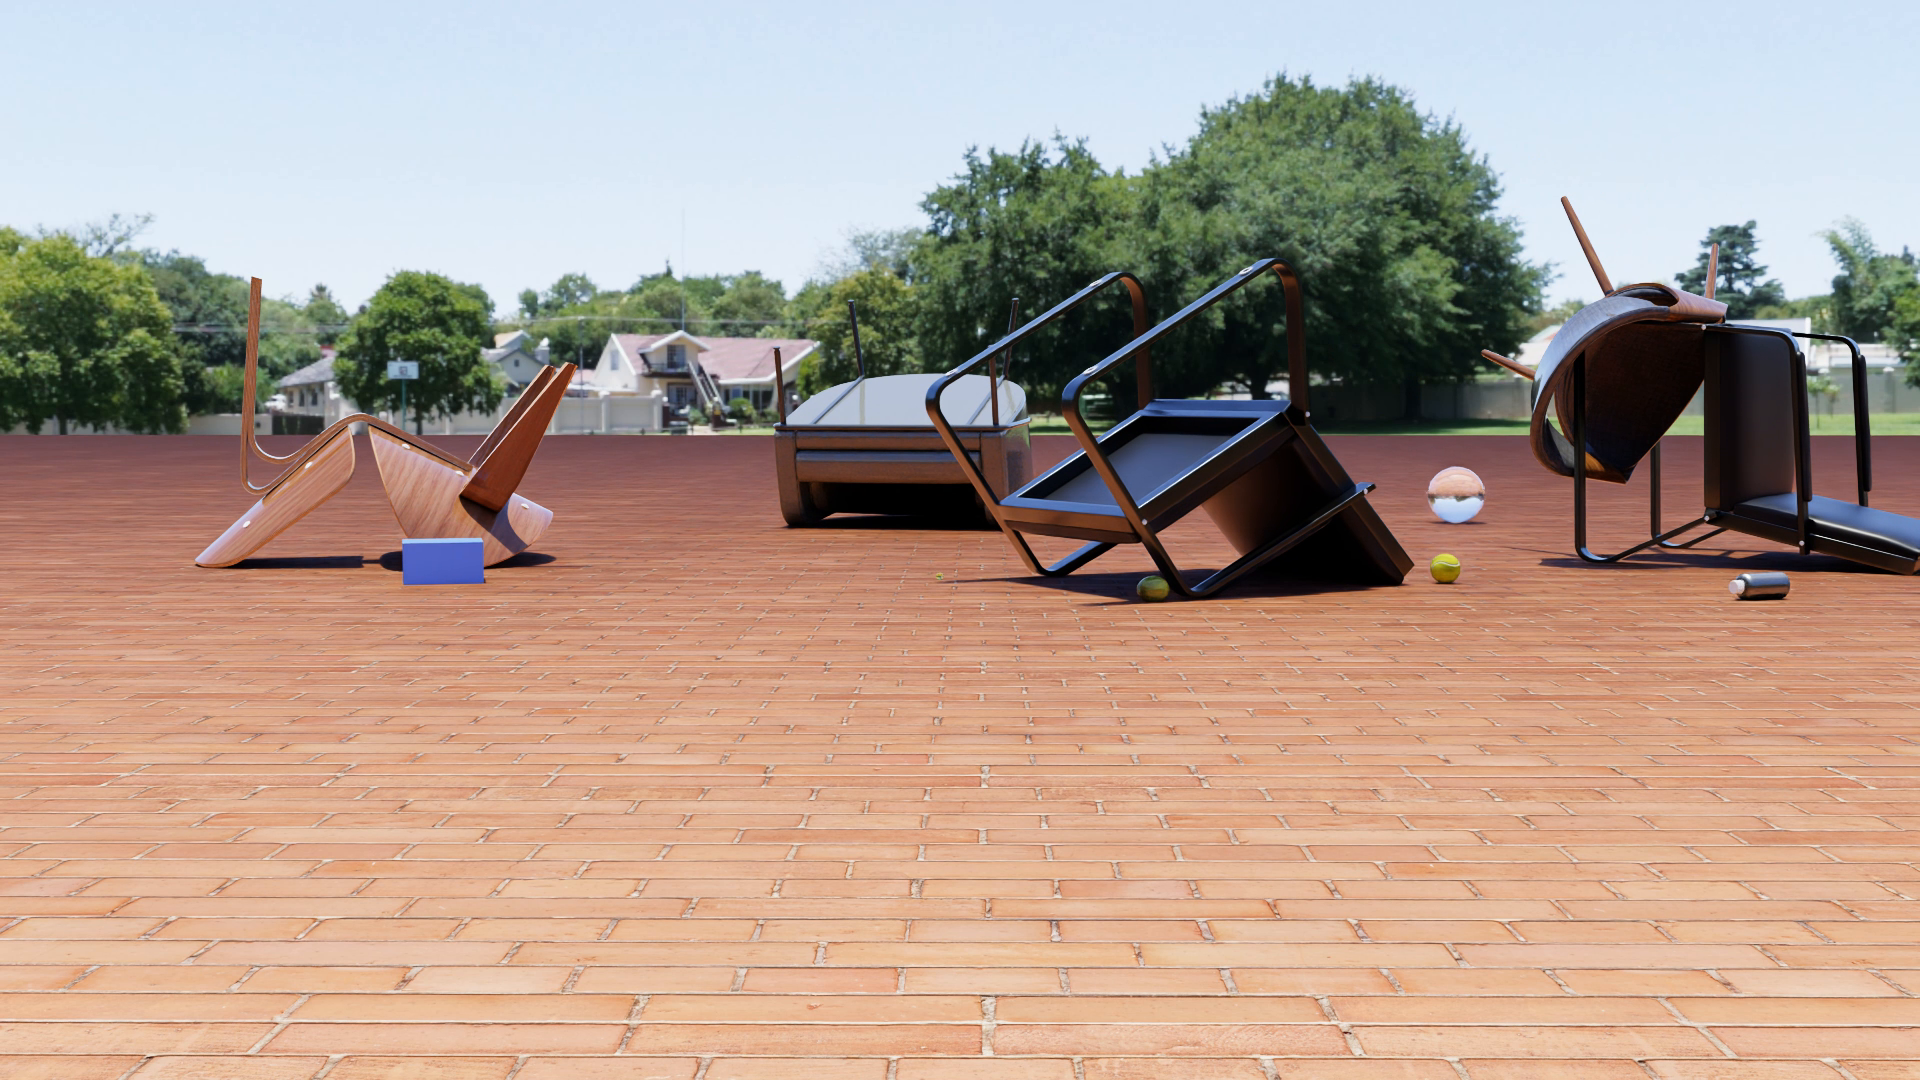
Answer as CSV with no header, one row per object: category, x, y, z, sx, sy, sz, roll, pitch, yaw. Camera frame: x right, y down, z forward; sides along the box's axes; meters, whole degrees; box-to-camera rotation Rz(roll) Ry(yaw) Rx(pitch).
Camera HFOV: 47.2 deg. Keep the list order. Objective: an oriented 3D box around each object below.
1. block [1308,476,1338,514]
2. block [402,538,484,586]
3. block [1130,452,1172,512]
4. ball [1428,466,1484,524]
block,1.321,-0.163,7.990,0.099,0.127,0.209,0,4,7
block,-1.206,0.049,5.127,0.181,0.096,0.143,-1,4,-14
block,0.701,-0.213,8.062,0.125,0.217,0.172,0,4,-4
ball,1.663,-0.151,7.372,0.188,0.188,0.188,0,4,0
